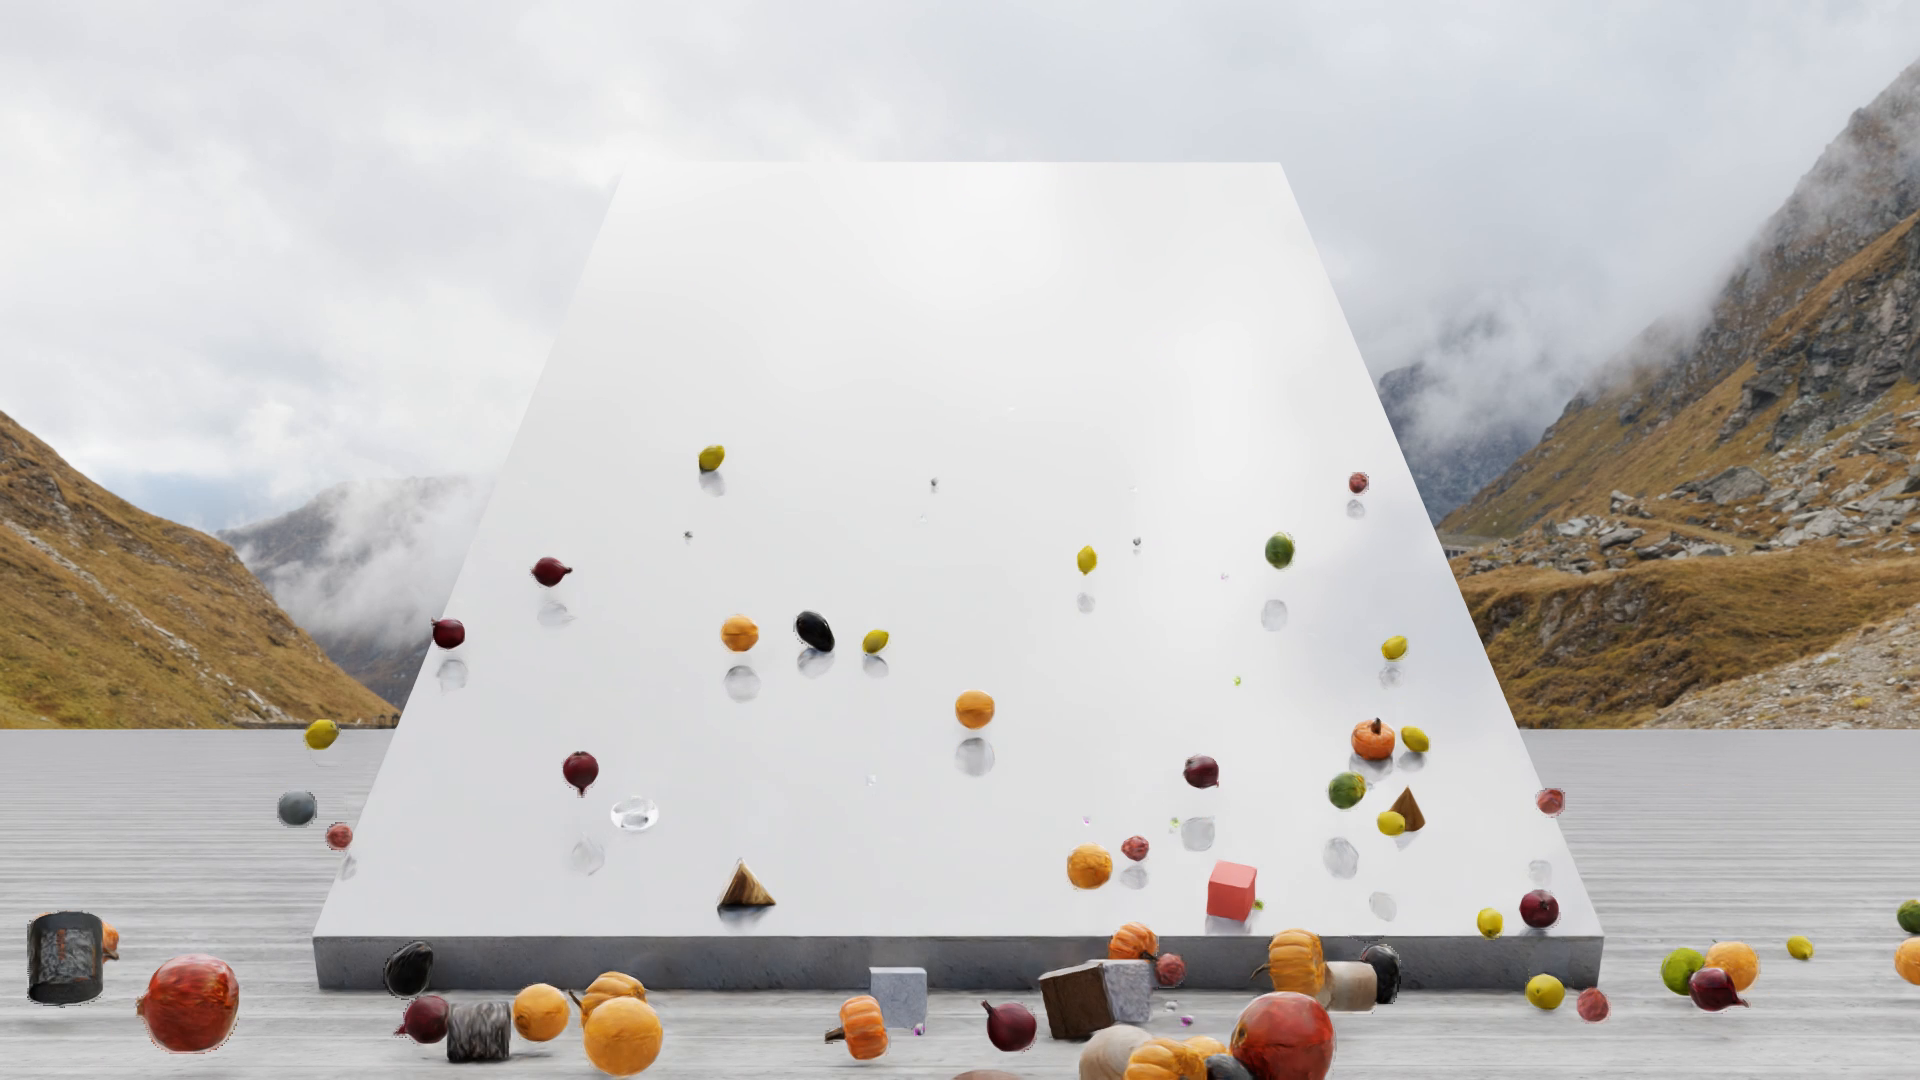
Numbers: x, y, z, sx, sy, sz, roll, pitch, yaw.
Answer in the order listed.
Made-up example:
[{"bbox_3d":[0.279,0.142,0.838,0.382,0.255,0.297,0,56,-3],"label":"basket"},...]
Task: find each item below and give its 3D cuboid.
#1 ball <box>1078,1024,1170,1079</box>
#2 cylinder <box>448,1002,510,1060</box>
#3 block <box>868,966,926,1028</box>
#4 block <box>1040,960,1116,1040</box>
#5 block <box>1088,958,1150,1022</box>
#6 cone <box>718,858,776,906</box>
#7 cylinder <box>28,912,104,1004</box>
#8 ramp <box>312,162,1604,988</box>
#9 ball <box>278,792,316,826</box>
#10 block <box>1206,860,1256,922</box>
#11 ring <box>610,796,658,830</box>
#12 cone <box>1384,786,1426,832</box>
[{"bbox_3d":[0.173,0.561,2.491,0.096,0.096,0.096,0,-4,0],"label":"ball"},{"bbox_3d":[-0.593,0.606,2.910,0.070,0.070,0.070,1,-4,-6],"label":"cylinder"},{"bbox_3d":[-0.087,0.630,3.250,0.075,0.075,0.075,0,-4,-4],"label":"block"},{"bbox_3d":[0.156,0.610,3.132,0.080,0.080,0.080,-14,-6,5],"label":"block"},{"bbox_3d":[0.223,0.633,3.319,0.080,0.080,0.080,0,-4,-2],"label":"block"},{"bbox_3d":[-0.325,0.556,3.719,0.085,0.085,0.085,27,-8,-7],"label":"cone"},{"bbox_3d":[-1.248,0.584,3.294,0.097,0.097,0.097,-9,-30,-6],"label":"cylinder"},{"bbox_3d":[-0.010,-0.228,5.466,2.000,0.100,4.000,0,26,0],"label":"ramp"},{"bbox_3d":[-1.170,0.474,4.164,0.062,0.062,0.062,0,-4,0],"label":"ball"},{"bbox_3d":[0.426,0.551,3.707,0.062,0.062,0.062,9,28,18],"label":"block"},{"bbox_3d":[-0.542,0.456,3.935,0.080,0.027,0.080,0,28,0],"label":"ring"},{"bbox_3d":[0.743,0.438,3.931,0.068,0.068,0.068,0,26,0],"label":"cone"}]
